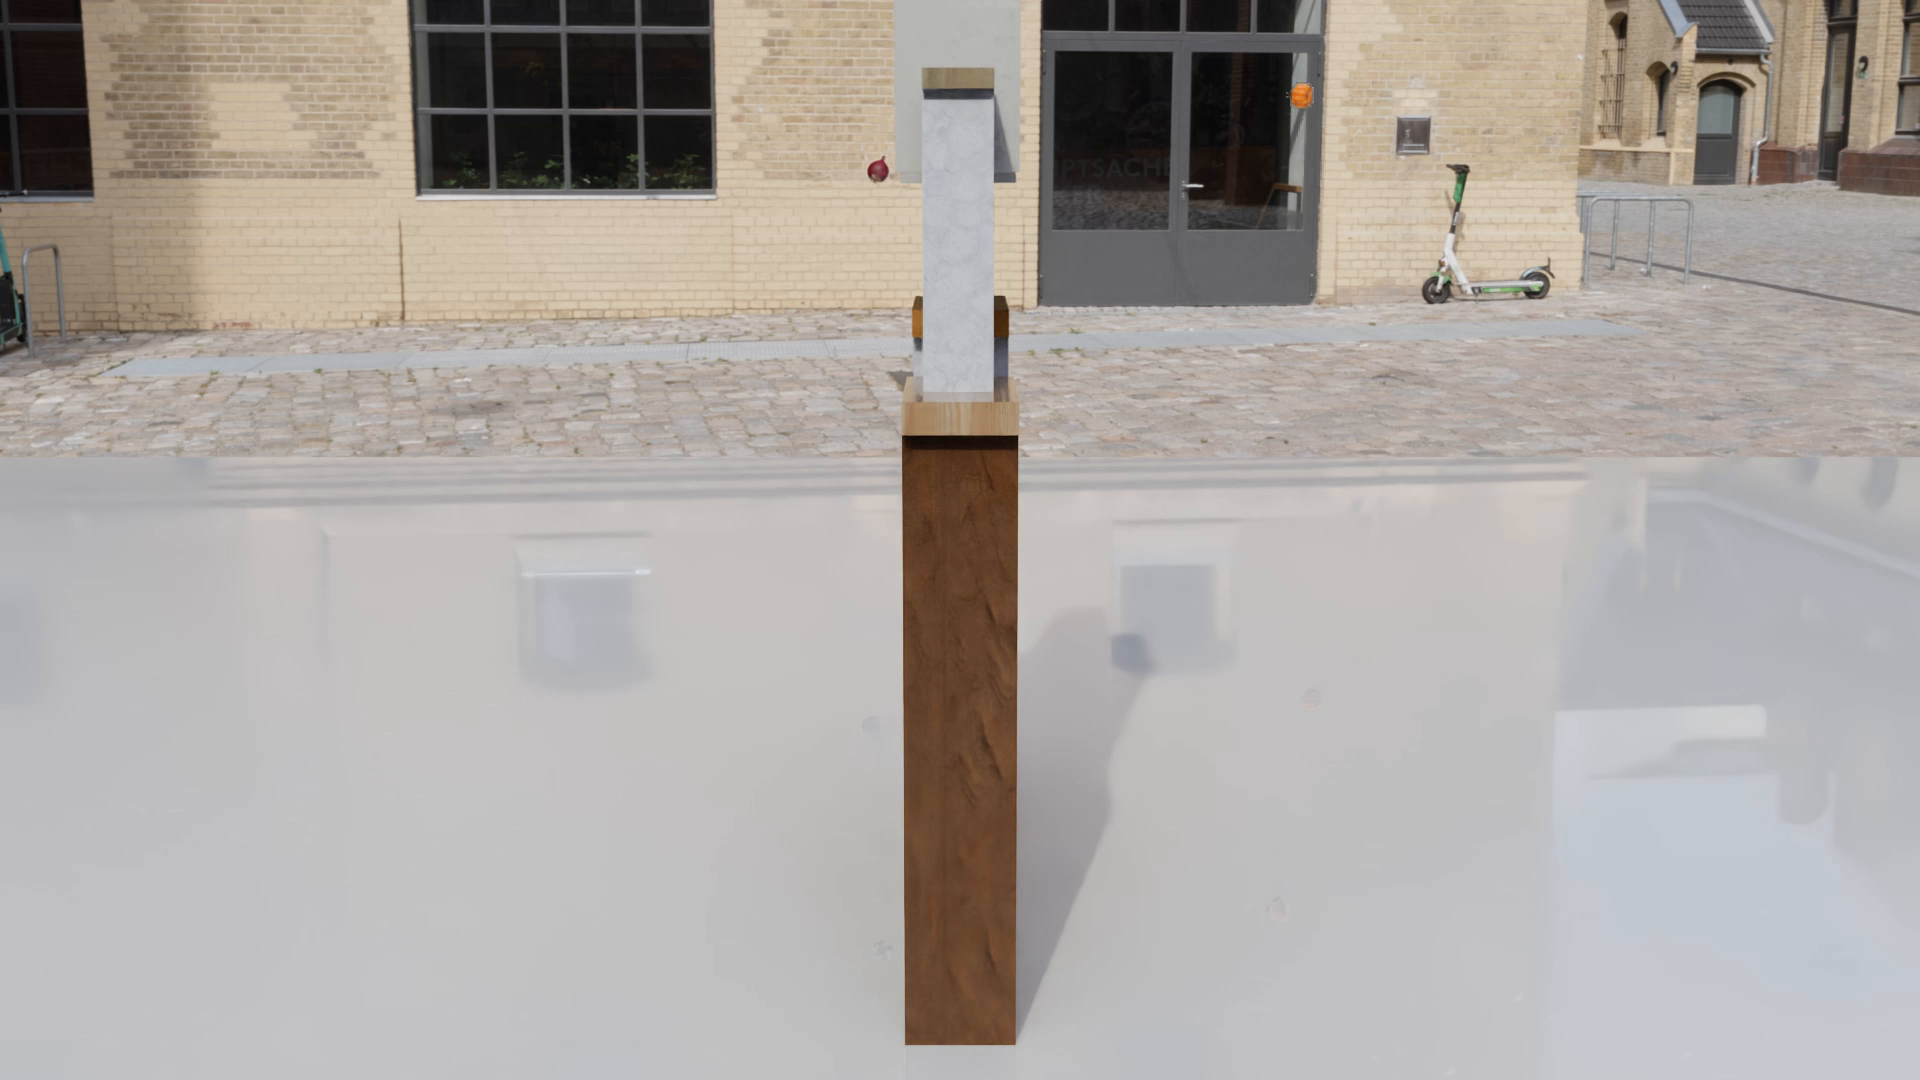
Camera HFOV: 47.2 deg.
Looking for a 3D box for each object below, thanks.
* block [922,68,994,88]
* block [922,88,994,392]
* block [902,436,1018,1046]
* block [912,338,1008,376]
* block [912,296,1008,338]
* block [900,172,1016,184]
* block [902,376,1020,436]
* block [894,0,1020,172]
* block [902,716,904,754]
[{"bbox_3d":[-0.002,-0.624,2.984,0.095,0.027,0.191,0,10,0],"label":"block"},{"bbox_3d":[-0.002,-0.402,2.960,0.095,0.402,0.027,0,10,0],"label":"block"},{"bbox_3d":[0.000,0.277,3.003,0.154,0.860,0.044,0,10,0],"label":"block"},{"bbox_3d":[0.001,-0.100,3.246,0.139,0.408,0.039,0,11,0],"label":"block"},{"bbox_3d":[0.001,-0.336,3.296,0.139,0.039,0.278,0,11,0],"label":"block"},{"bbox_3d":[-0.003,-0.738,3.365,0.178,0.377,0.050,0,11,0],"label":"block"},{"bbox_3d":[0.000,-0.186,3.022,0.154,0.044,0.308,0,10,0],"label":"block"},{"bbox_3d":[-0.004,-0.704,3.129,0.178,0.356,0.050,0,11,0],"label":"block"},{"bbox_3d":[-0.001,0.264,3.434,0.170,0.048,0.339,0,11,0],"label":"block"}]
